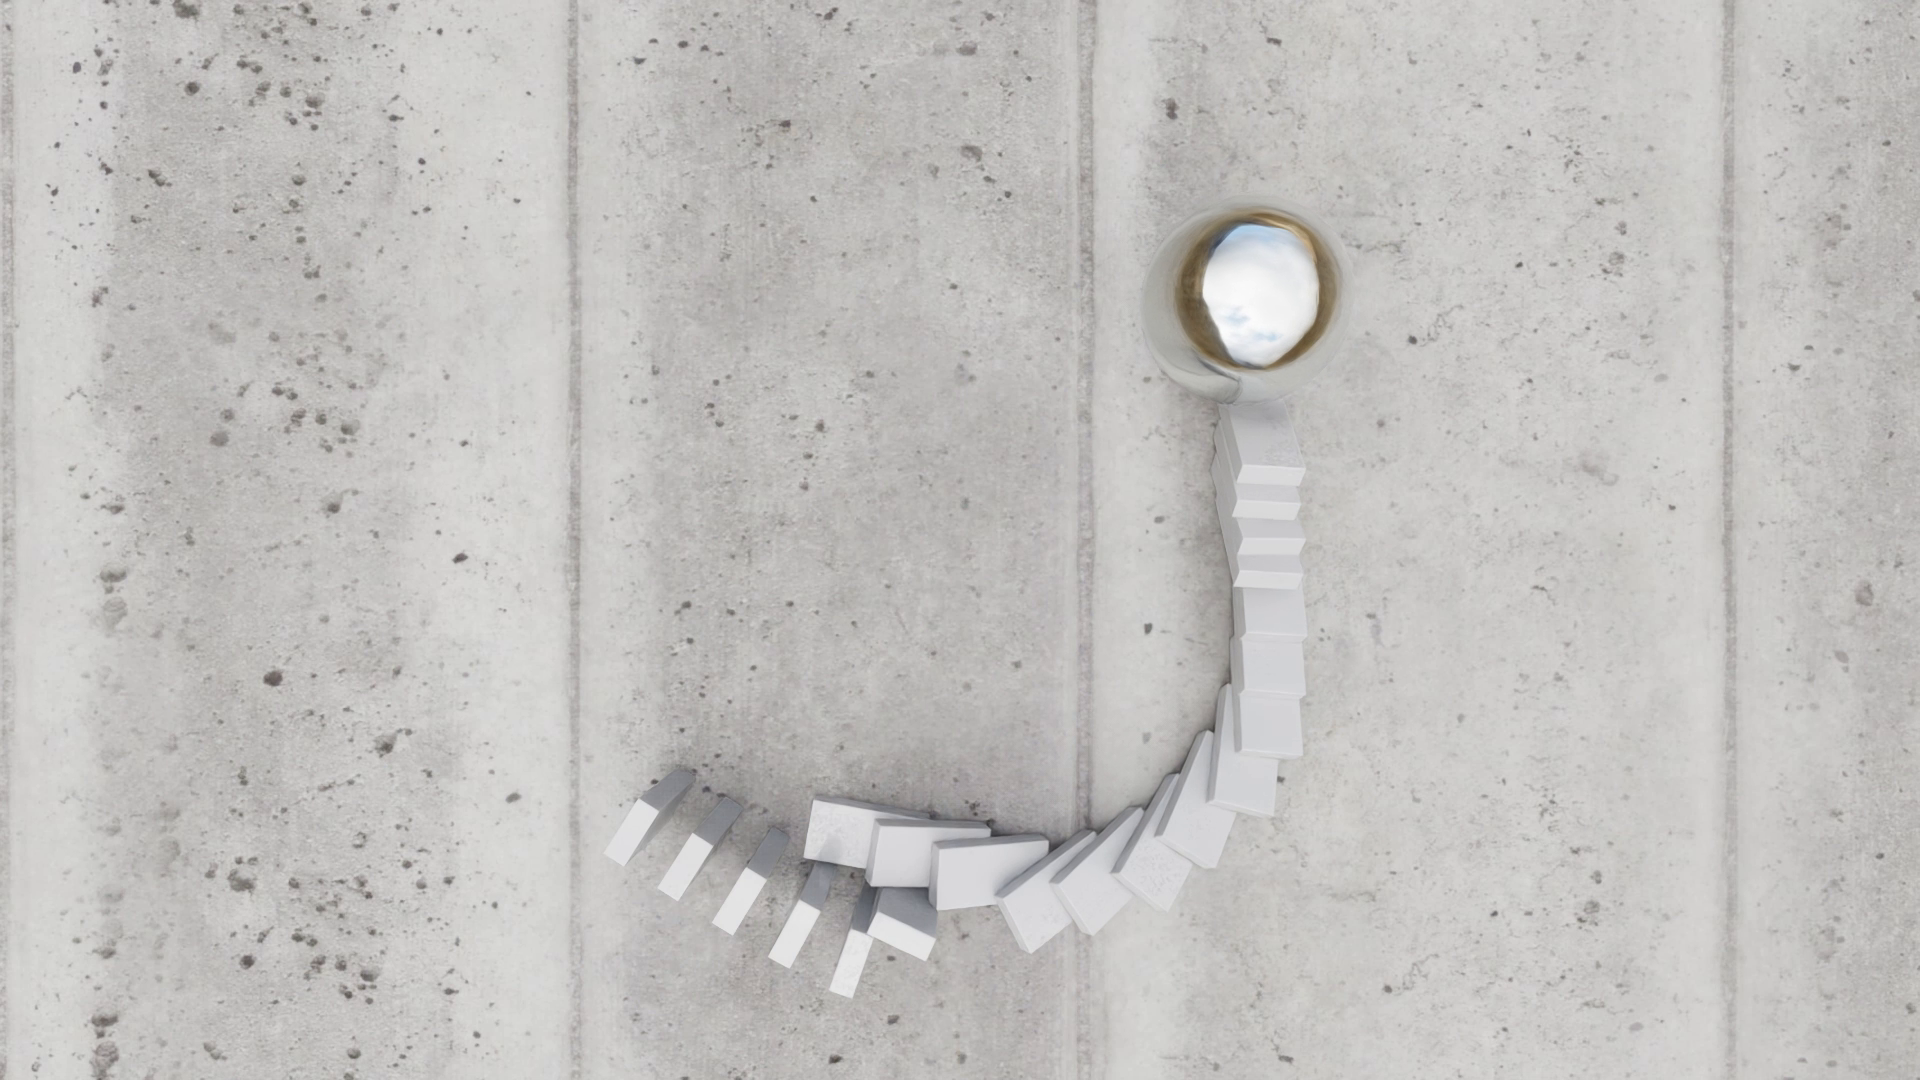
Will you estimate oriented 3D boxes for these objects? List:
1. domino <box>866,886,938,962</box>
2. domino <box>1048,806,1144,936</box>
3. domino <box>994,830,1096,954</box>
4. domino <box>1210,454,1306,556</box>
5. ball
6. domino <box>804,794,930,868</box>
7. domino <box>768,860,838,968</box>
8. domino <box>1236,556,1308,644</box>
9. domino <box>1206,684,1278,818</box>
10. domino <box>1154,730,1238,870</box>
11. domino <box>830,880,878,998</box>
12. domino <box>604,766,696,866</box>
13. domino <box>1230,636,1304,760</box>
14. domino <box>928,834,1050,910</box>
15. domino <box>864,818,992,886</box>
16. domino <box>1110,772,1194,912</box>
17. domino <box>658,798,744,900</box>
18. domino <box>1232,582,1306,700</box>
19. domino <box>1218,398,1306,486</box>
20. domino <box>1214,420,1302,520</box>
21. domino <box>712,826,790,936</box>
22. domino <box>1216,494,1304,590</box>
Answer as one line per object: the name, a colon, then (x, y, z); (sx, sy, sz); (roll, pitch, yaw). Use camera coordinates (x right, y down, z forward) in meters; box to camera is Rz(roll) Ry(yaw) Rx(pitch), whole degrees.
domino: (-0.022, 0.151, 0.375); (0.025, 0.050, 0.010); (25, 90, 0)
domino: (0.064, 0.138, 0.385); (0.050, 0.009, 0.025); (-34, 90, -25)
domino: (0.041, 0.147, 0.385); (0.050, 0.009, 0.025); (-27, 90, -26)
domino: (0.122, -0.015, 0.379); (0.025, 0.010, 0.050); (0, 47, -3)
ball: (0.112, -0.093, 0.360); (0.080, 0.080, 0.080); (0, 90, 0)
domino: (-0.040, 0.128, 0.395); (0.050, 0.010, 0.025); (10, 90, 0)
domino: (-0.063, 0.151, 0.375); (0.009, 0.050, 0.025); (29, 90, 0)
domino: (0.130, 0.017, 0.385); (0.025, 0.010, 0.050); (3, 66, 0)
domino: (0.120, 0.088, 0.385); (0.025, 0.009, 0.050); (15, 65, 0)
domino: (0.104, 0.109, 0.385); (0.025, 0.010, 0.050); (32, 65, 0)
domino: (-0.041, 0.162, 0.375); (0.009, 0.050, 0.025); (19, 90, 0)
domino: (-0.126, 0.112, 0.375); (0.009, 0.050, 0.025); (33, 90, 0)
domino: (0.128, 0.065, 0.385); (0.025, 0.009, 0.050); (6, 66, -1)
domino: (0.012, 0.139, 0.386); (0.050, 0.010, 0.025); (3, 90, -22)
domino: (-0.013, 0.132, 0.386); (0.050, 0.009, 0.025); (9, 90, -22)
domino: (0.087, 0.126, 0.385); (0.025, 0.009, 0.050); (39, 65, 0)
domino: (-0.105, 0.125, 0.375); (0.009, 0.050, 0.025); (33, 90, 0)
domino: (0.129, 0.041, 0.385); (0.025, 0.009, 0.050); (5, 66, 0)
domino: (0.124, -0.043, 0.379); (0.025, 0.010, 0.050); (3, 46, 0)
domino: (0.122, -0.030, 0.379); (0.025, 0.010, 0.050); (3, 46, 0)
domino: (-0.084, 0.138, 0.375); (0.010, 0.050, 0.025); (32, 90, 0)
domino: (0.123, -0.002, 0.379); (0.025, 0.010, 0.050); (3, 46, 0)
